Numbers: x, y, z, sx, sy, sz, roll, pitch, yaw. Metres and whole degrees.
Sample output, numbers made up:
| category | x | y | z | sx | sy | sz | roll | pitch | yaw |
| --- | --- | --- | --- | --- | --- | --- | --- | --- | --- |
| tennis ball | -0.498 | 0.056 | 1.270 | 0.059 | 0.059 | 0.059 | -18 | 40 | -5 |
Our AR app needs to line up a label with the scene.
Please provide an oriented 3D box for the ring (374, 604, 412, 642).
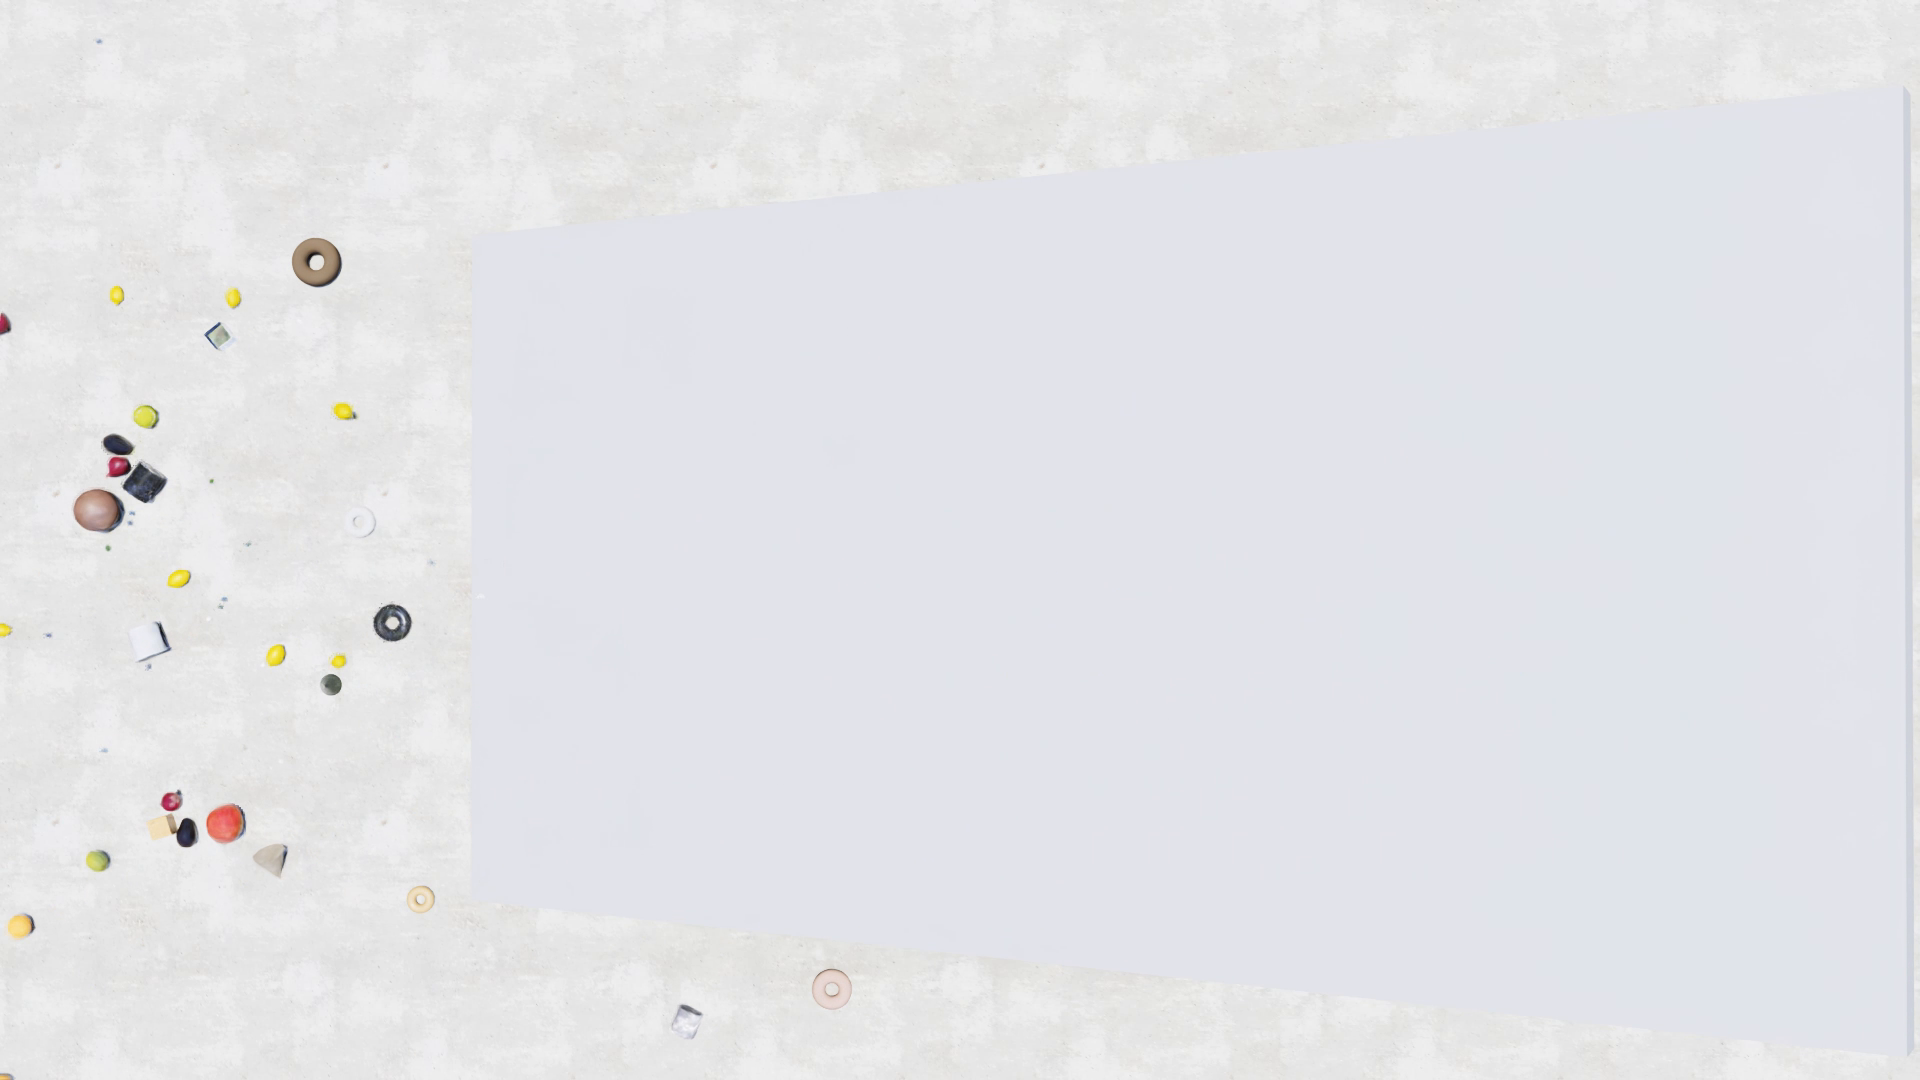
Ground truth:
| category | x | y | z | sx | sy | sz | roll | pitch | yaw |
| --- | --- | --- | --- | --- | --- | --- | --- | --- | --- |
| ring | -1.723 | 0.252 | 6.674 | 0.116 | 0.039 | 0.116 | 0 | 90 | 1 |

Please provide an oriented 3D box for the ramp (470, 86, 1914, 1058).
| category | x | y | z | sx | sy | sz | roll | pitch | yaw |
| --- | --- | --- | --- | --- | --- | --- | --- | --- | --- |
| ramp | 0.264 | 0.073 | 5.609 | 4.000 | 0.100 | 2.000 | 0 | 89 | 31 |

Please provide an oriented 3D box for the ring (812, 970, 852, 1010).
| category | x | y | z | sx | sy | sz | roll | pitch | yaw |
| --- | --- | --- | --- | --- | --- | --- | --- | --- | --- |
| ring | -0.388 | 1.362 | 6.664 | 0.122 | 0.041 | 0.122 | 0 | 91 | 0 |

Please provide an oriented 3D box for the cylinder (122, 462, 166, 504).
| category | x | y | z | sx | sy | sz | roll | pitch | yaw |
| --- | --- | --- | --- | --- | --- | --- | --- | --- | --- |
| cylinder | -2.468 | -0.175 | 6.652 | 0.091 | 0.091 | 0.091 | 38 | 88 | 0 |

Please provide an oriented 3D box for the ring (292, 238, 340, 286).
| category | x | y | z | sx | sy | sz | roll | pitch | yaw |
| --- | --- | --- | --- | --- | --- | --- | --- | --- | --- |
| ring | -1.955 | -0.844 | 6.679 | 0.148 | 0.049 | 0.148 | 0 | 91 | 0 |

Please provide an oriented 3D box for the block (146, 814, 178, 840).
| category | x | y | z | sx | sy | sz | roll | pitch | yaw |
| --- | --- | --- | --- | --- | --- | --- | --- | --- | --- |
| block | -2.414 | 0.869 | 6.657 | 0.062 | 0.062 | 0.062 | -18 | 90 | 0 |

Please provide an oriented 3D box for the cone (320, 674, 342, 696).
| category | x | y | z | sx | sy | sz | roll | pitch | yaw |
| --- | --- | --- | --- | --- | --- | --- | --- | --- | --- |
| cone | -1.914 | 0.441 | 6.658 | 0.067 | 0.067 | 0.067 | 0 | 89 | 0 |

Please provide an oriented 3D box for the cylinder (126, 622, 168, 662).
| category | x | y | z | sx | sy | sz | roll | pitch | yaw |
| --- | --- | --- | --- | --- | --- | --- | --- | --- | --- |
| cylinder | -2.456 | 0.307 | 6.647 | 0.093 | 0.093 | 0.093 | -21 | 90 | 0 |

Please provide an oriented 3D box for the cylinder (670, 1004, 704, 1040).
| category | x | y | z | sx | sy | sz | roll | pitch | yaw |
| --- | --- | --- | --- | --- | --- | --- | --- | --- | --- |
| cylinder | -0.825 | 1.457 | 6.644 | 0.077 | 0.077 | 0.077 | 23 | 90 | 0 |

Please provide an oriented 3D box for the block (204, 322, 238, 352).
| category | x | y | z | sx | sy | sz | roll | pitch | yaw |
| --- | --- | --- | --- | --- | --- | --- | --- | --- | --- |
| block | -2.242 | -0.617 | 6.671 | 0.061 | 0.061 | 0.061 | -39 | 90 | 0 |

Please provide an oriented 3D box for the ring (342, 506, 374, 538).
| category | x | y | z | sx | sy | sz | roll | pitch | yaw |
| --- | --- | --- | --- | --- | --- | --- | --- | --- | --- |
| ring | -1.826 | -0.056 | 6.680 | 0.098 | 0.033 | 0.098 | 0 | 90 | -1 |

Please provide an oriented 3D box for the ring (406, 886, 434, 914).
| category | x | y | z | sx | sy | sz | roll | pitch | yaw |
| --- | --- | --- | --- | --- | --- | --- | --- | --- | --- |
| ring | -1.637 | 1.091 | 6.672 | 0.084 | 0.028 | 0.084 | 0 | 90 | -1 |

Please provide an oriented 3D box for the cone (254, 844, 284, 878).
| category | x | y | z | sx | sy | sz | roll | pitch | yaw |
| --- | --- | --- | --- | --- | --- | --- | --- | --- | --- |
| cone | -2.077 | 0.989 | 6.665 | 0.096 | 0.096 | 0.096 | -14 | 116 | 0 |
